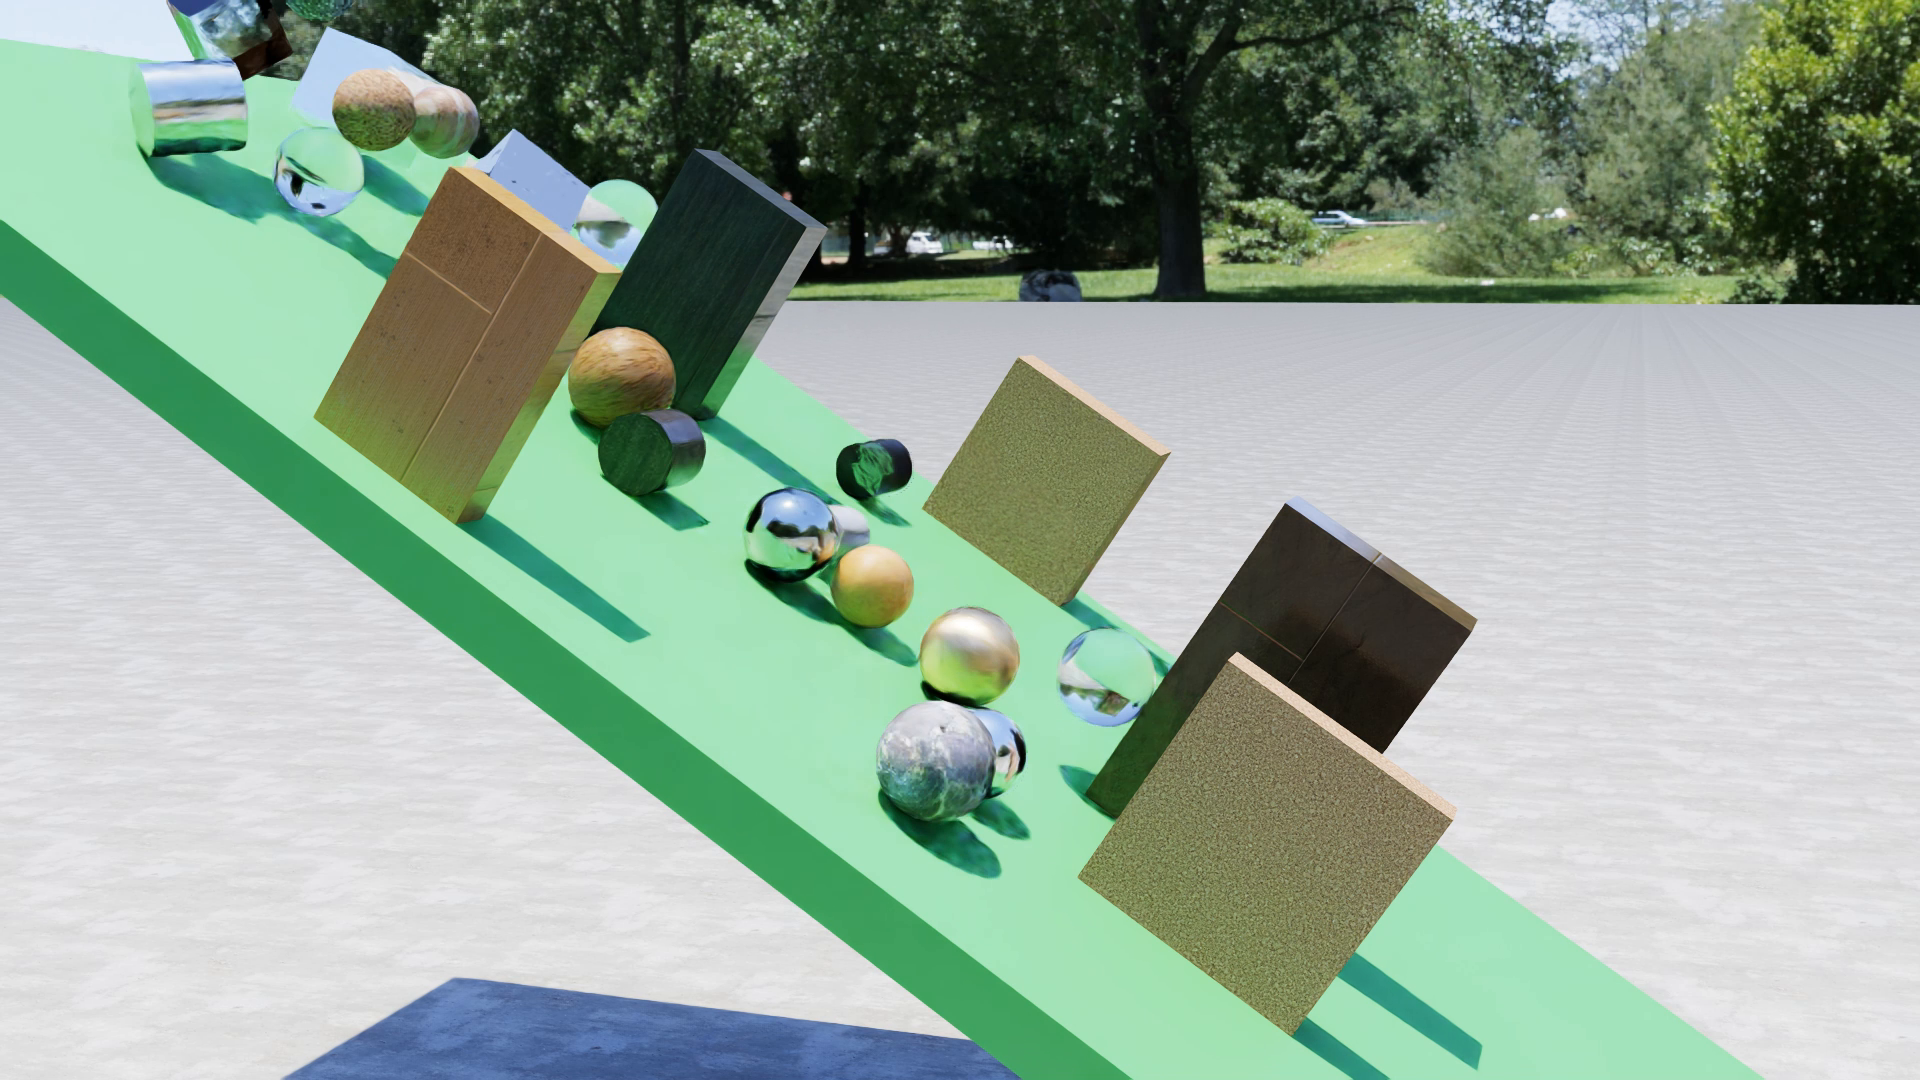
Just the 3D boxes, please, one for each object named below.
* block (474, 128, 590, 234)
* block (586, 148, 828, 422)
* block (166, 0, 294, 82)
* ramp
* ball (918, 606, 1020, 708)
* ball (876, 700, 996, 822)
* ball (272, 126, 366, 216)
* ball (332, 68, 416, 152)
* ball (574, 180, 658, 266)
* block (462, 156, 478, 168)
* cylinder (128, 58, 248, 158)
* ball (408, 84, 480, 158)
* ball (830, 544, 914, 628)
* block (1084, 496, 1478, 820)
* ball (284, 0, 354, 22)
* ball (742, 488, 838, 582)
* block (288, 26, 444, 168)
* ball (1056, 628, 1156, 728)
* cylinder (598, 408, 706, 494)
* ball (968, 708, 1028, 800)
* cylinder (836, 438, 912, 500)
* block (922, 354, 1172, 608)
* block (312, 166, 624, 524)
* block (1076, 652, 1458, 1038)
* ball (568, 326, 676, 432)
[{"bbox_3d":[-0.907,-0.664,4.451,0.194,0.194,0.194,38,-48,-25],"label":"block"},{"bbox_3d":[-0.521,-0.517,4.480,0.287,0.466,0.123,36,15,10],"label":"block"},{"bbox_3d":[-1.371,-0.965,4.128,0.143,0.143,0.143,-36,51,-21],"label":"block"},{"bbox_3d":[-0.125,0.210,4.098,4.000,0.100,2.000,36,15,10],"label":"ramp"},{"bbox_3d":[0.017,0.205,3.864,0.179,0.179,0.179,0,7,0],"label":"ball"},{"bbox_3d":[-0.036,0.336,3.338,0.185,0.185,0.185,0,7,0],"label":"ball"},{"bbox_3d":[-1.227,-0.706,4.210,0.171,0.171,0.171,0,7,0],"label":"ball"},{"bbox_3d":[-1.113,-0.816,4.176,0.154,0.154,0.154,0,7,0],"label":"ball"},{"bbox_3d":[-0.704,-0.653,4.531,0.178,0.178,0.178,0,7,0],"label":"ball"},{"bbox_3d":[-1.021,-0.709,4.637,0.119,0.119,0.119,31,25,-21],"label":"block"},{"bbox_3d":[-1.404,-0.787,4.002,0.167,0.167,0.167,-12,12,-31],"label":"cylinder"},{"bbox_3d":[-1.007,-0.813,4.279,0.141,0.141,0.141,0,7,0],"label":"ball"},{"bbox_3d":[-0.157,0.084,3.945,0.151,0.151,0.151,0,7,0],"label":"ball"},{"bbox_3d":[0.551,0.291,3.807,0.373,0.628,0.138,36,15,10],"label":"block"},{"bbox_3d":[-1.343,-1.167,4.604,0.160,0.160,0.160,0,7,0],"label":"ball"},{"bbox_3d":[-0.302,-0.009,3.907,0.169,0.169,0.169,0,7,0],"label":"ball"},{"bbox_3d":[-1.259,-0.939,4.679,0.194,0.194,0.194,34,11,23],"label":"block"},{"bbox_3d":[0.255,0.242,3.865,0.177,0.177,0.177,0,7,0],"label":"ball"},{"bbox_3d":[-0.548,-0.159,3.924,0.144,0.144,0.144,2,7,17],"label":"cylinder"},{"bbox_3d":[0.034,0.342,3.531,0.147,0.147,0.147,0,7,0],"label":"ball"},{"bbox_3d":[-0.182,-0.152,4.658,0.117,0.117,0.117,4,10,31],"label":"cylinder"},{"bbox_3d":[0.189,-0.131,4.829,0.377,0.403,0.123,36,15,10],"label":"block"},{"bbox_3d":[-0.751,-0.295,3.342,0.288,0.454,0.082,36,15,10],"label":"block"},{"bbox_3d":[0.477,0.477,3.453,0.415,0.435,0.080,36,15,10],"label":"block"},{"bbox_3d":[-0.627,-0.295,4.083,0.200,0.200,0.200,0,7,0],"label":"ball"}]
